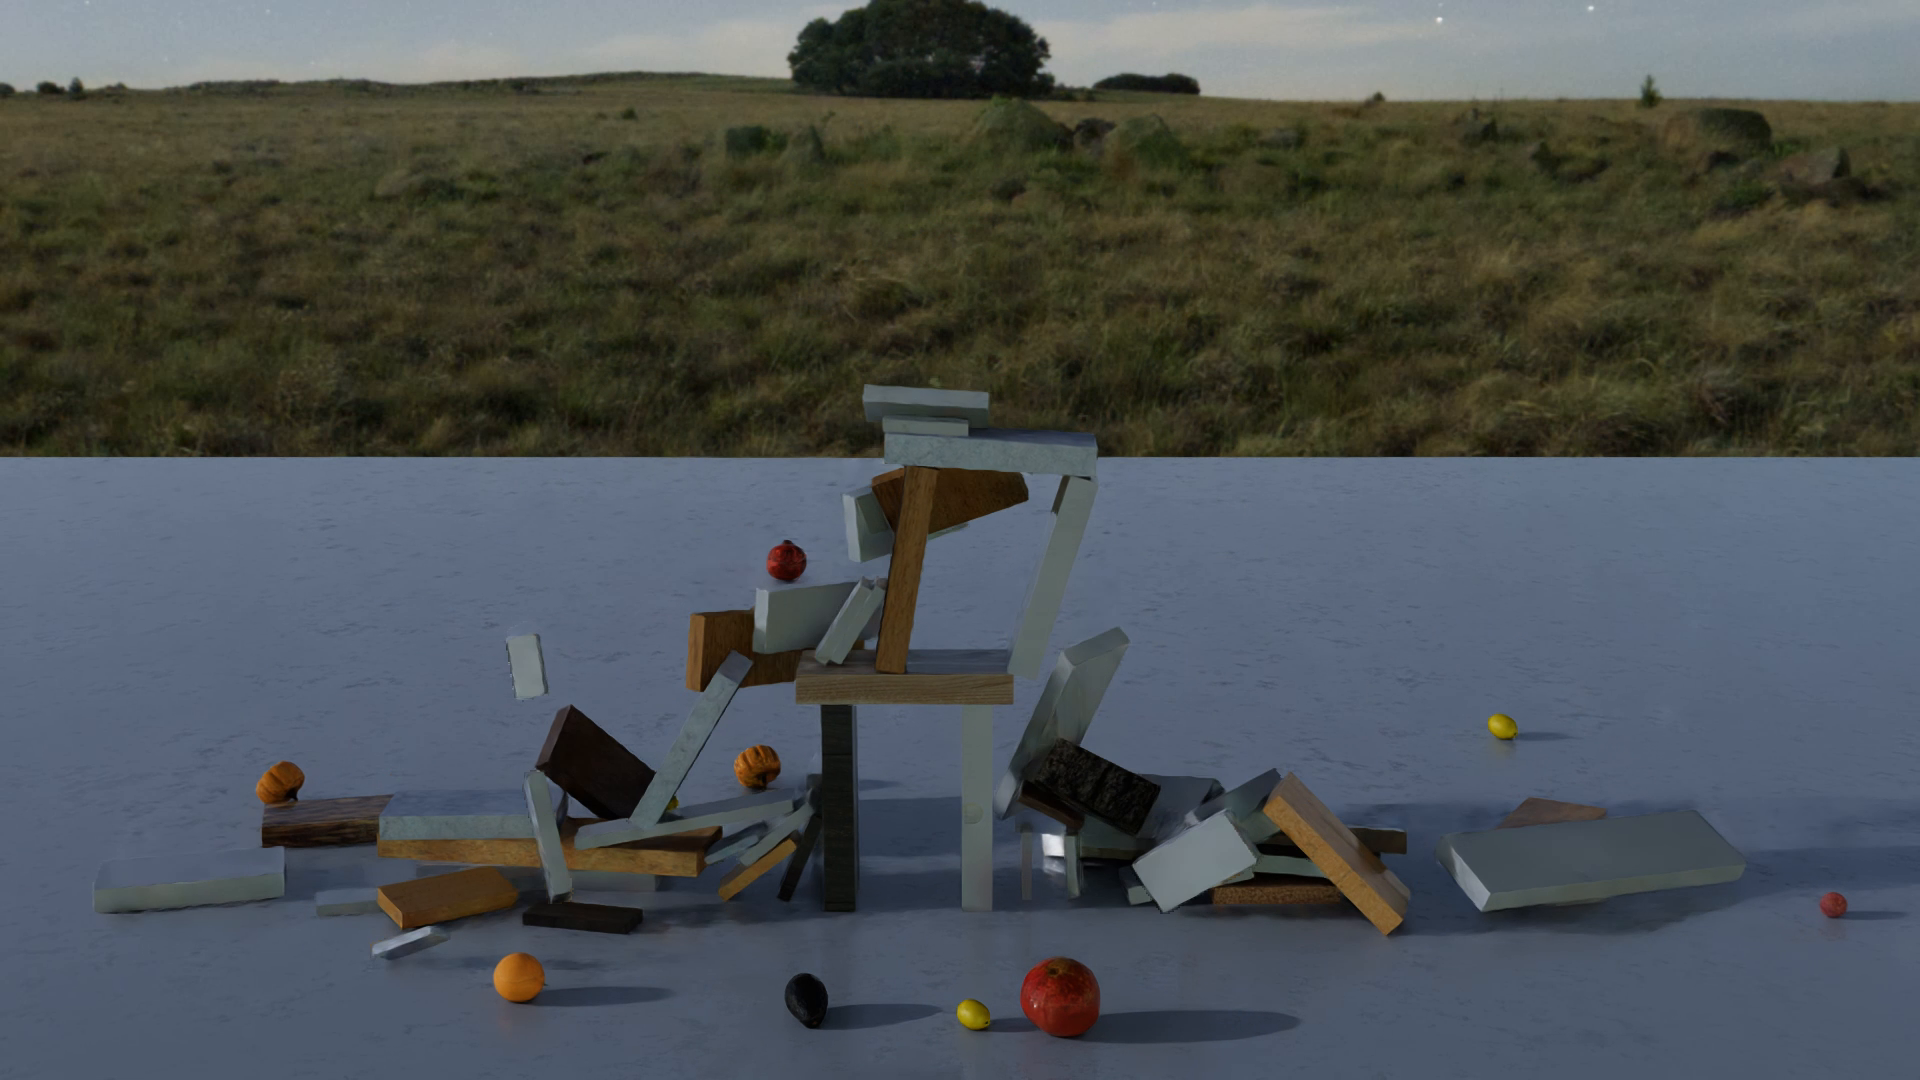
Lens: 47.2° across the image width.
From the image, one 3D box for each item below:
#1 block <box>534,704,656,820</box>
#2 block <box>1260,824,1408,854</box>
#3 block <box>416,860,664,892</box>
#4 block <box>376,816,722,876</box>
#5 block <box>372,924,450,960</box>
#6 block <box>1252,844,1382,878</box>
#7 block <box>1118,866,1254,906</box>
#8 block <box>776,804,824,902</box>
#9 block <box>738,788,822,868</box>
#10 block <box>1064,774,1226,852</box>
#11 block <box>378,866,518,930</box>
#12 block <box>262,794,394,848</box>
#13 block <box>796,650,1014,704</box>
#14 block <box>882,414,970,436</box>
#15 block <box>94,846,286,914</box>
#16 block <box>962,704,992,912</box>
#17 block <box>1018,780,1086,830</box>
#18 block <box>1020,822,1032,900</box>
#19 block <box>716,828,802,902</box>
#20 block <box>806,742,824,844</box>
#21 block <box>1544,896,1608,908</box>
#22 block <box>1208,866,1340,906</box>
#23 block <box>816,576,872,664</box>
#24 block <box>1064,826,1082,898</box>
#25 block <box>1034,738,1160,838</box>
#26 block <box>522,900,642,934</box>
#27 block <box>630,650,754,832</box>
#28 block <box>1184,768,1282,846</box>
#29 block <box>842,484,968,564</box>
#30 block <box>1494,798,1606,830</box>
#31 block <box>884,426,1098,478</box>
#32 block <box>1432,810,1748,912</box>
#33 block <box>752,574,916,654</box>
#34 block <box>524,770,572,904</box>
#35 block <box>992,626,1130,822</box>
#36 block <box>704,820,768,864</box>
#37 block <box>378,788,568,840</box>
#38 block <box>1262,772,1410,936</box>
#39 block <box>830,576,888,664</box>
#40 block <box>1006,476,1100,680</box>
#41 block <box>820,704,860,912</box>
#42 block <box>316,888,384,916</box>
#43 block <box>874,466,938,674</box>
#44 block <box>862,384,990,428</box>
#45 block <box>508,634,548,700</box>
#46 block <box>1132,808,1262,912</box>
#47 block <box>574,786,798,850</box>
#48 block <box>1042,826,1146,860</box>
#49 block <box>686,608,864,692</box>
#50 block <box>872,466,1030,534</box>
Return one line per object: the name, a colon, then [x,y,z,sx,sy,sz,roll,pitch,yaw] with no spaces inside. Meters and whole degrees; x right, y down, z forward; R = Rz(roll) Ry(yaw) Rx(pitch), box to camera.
block: [-0.623,0.418,3.870,0.036,0.256,0.128,-25,34,34]
block: [0.615,0.498,3.712,0.265,0.037,0.132,3,-4,8]
block: [-0.708,0.553,3.754,0.403,0.042,0.147,0,11,2]
block: [-0.697,0.513,3.742,0.562,0.042,0.147,2,11,10]
block: [-0.833,0.612,3.341,0.104,0.015,0.052,-21,-25,14]
block: [0.598,0.537,3.684,0.209,0.030,0.104,3,5,9]
block: [0.375,0.555,3.661,0.209,0.030,0.104,-12,11,-2]
block: [-0.262,0.517,3.651,0.022,0.153,0.076,23,10,-4]
block: [-0.298,0.477,3.647,0.153,0.022,0.077,-40,8,10]
block: [0.311,0.460,3.712,0.265,0.037,0.132,-3,44,47]
block: [-0.835,0.581,3.584,0.199,0.028,0.099,-6,22,-37]
block: [-1.110,0.509,3.993,0.294,0.042,0.147,-3,11,-14]
block: [-0.088,0.223,3.601,0.348,0.049,0.174,0,11,0]
block: [-0.053,-0.183,3.500,0.136,0.019,0.068,4,10,0]
block: [-1.283,0.567,3.677,0.294,0.042,0.147,-3,11,-16]
block: [0.028,0.419,3.637,0.049,0.348,0.174,0,11,0]
block: [0.151,0.437,3.627,0.115,0.016,0.058,26,17,-2]
block: [0.110,0.533,3.659,0.016,0.115,0.058,0,11,0]
block: [-0.334,0.536,3.658,0.153,0.022,0.076,-37,8,7]
block: [-0.242,0.455,4.041,0.036,0.128,0.256,-4,10,5]
block: [0.989,0.565,3.717,0.108,0.031,0.216,-3,11,-14]
block: [0.520,0.575,3.668,0.209,0.030,0.104,0,11,-3]
block: [-0.190,0.131,3.594,0.020,0.144,0.072,31,8,-7]
block: [0.189,0.530,3.650,0.016,0.115,0.058,-1,20,10]
block: [0.227,0.410,3.647,0.189,0.027,0.095,26,53,12]
block: [-0.606,0.605,3.533,0.178,0.019,0.068,3,11,14]
block: [-0.441,0.329,3.615,0.042,0.293,0.147,31,12,-2]
block: [0.470,0.454,3.612,0.189,0.095,0.027,-21,-21,-32]
block: [-0.093,-0.051,3.801,0.236,0.118,0.033,-19,24,-35]
block: [1.017,0.511,3.821,0.138,0.039,0.275,6,12,30]
block: [0.050,-0.147,3.527,0.334,0.047,0.167,4,10,1]
block: [1.048,0.527,3.637,0.567,0.039,0.138,-1,35,-28]
block: [-0.214,0.125,3.842,0.031,0.108,0.375,12,12,39]
block: [-0.664,0.480,3.544,0.028,0.199,0.099,-12,-14,-16]
block: [0.164,0.315,3.694,0.118,0.474,0.033,-21,61,-30]
block: [-0.372,0.502,3.651,0.104,0.015,0.052,-26,12,18]
block: [-0.828,0.468,3.756,0.293,0.042,0.147,0,11,-3]
block: [0.608,0.503,3.545,0.275,0.039,0.138,45,19,4]
block: [-0.166,0.132,3.593,0.020,0.144,0.072,31,8,-7]
block: [0.149,0.047,3.566,0.047,0.334,0.167,17,10,-2]
block: [-0.197,0.419,3.637,0.049,0.348,0.174,-1,11,0]
block: [-0.985,0.592,3.607,0.136,0.019,0.068,-3,11,-13]
block: [-0.087,0.033,3.565,0.047,0.334,0.167,9,10,-3]
block: [-0.053,-0.214,3.531,0.199,0.028,0.099,4,-15,2]
block: [-0.731,0.214,3.720,0.052,0.104,0.015,-11,-4,15]
block: [0.378,0.514,3.527,0.189,0.095,0.027,-34,2,26]
block: [-0.455,0.463,3.654,0.367,0.020,0.072,-11,10,2]
block: [0.285,0.518,3.817,0.265,0.037,0.132,-5,4,44]
block: [-0.315,0.183,3.842,0.036,0.128,0.394,11,9,40]
block: [-0.016,-0.085,3.691,0.236,0.118,0.033,-19,27,14]
